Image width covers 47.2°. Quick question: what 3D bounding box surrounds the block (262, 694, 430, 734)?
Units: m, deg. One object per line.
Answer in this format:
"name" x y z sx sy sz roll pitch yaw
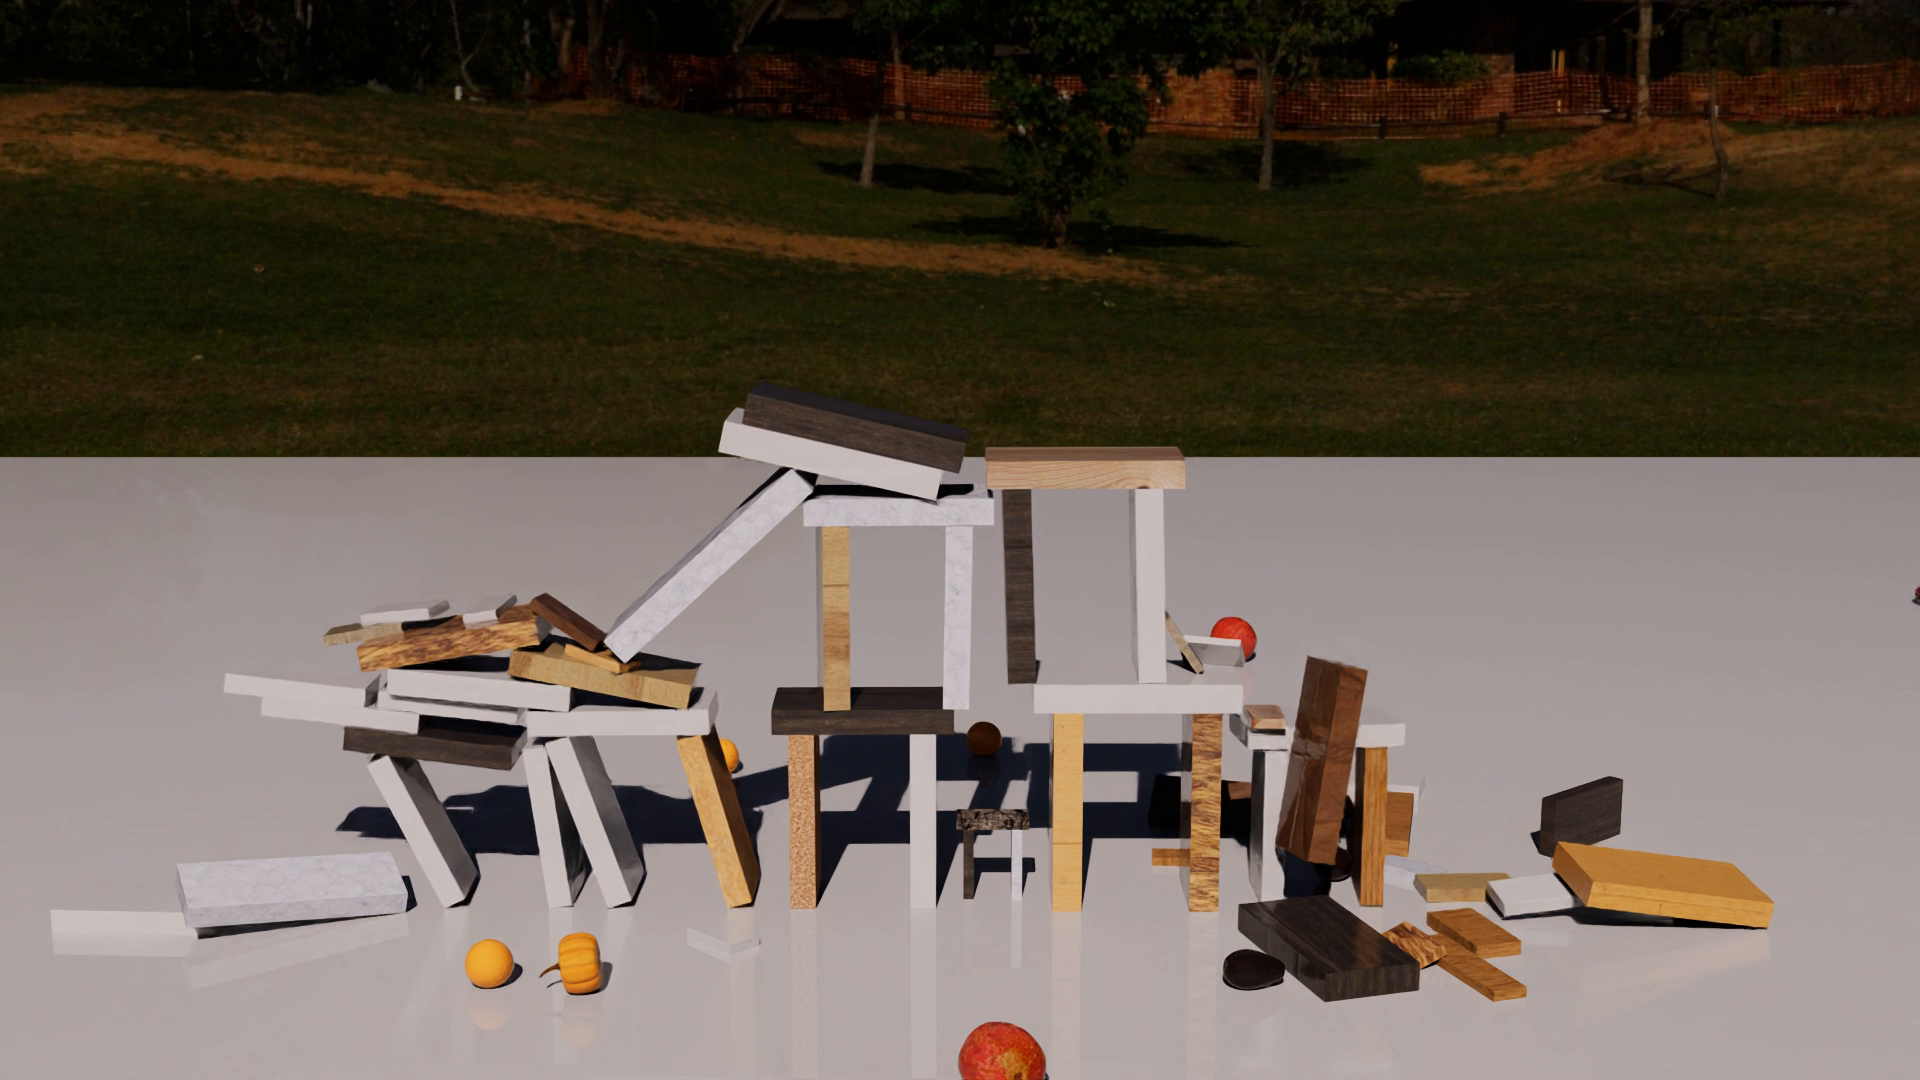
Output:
"block" -1.001 0.272 3.598 0.250 0.032 0.112 7 10 -3

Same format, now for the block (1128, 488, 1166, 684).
"block" 0.304 0.060 3.569 0.045 0.315 0.157 -2 11 1

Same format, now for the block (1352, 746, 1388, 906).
"block" 0.680 0.459 3.648 0.037 0.260 0.130 1 9 4

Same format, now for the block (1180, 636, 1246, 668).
"block" 0.416 0.183 3.633 0.103 0.051 0.015 4 47 21

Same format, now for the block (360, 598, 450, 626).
"block" -0.911 0.118 3.611 0.129 0.018 0.064 -5 11 19

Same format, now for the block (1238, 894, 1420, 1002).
"block" 0.561 0.623 3.374 0.154 0.044 0.308 -3 11 -17

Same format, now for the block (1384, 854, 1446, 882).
"block" 0.769 0.564 3.763 0.113 0.016 0.056 10 15 44

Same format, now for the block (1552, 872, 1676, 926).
"block" 1.068 0.587 3.603 0.206 0.029 0.103 5 12 25

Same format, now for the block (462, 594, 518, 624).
"block" -0.774 0.113 3.624 0.056 0.016 0.122 -8 11 6

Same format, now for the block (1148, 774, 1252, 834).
"block" 0.445 0.483 4.023 0.188 0.027 0.094 3 51 16

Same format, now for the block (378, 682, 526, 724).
"block" -0.829 0.260 3.604 0.223 0.032 0.112 6 10 -3

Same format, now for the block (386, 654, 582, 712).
"block" -0.773 0.229 3.599 0.293 0.041 0.146 6 10 -2

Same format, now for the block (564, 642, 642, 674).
"block" -0.578 0.189 3.557 0.112 0.016 0.056 17 11 27

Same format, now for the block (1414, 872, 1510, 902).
"block" 0.845 0.579 3.667 0.156 0.022 0.078 0 10 -3

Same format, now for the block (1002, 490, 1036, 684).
"block" 0.095 0.061 3.569 0.045 0.315 0.158 -2 11 0

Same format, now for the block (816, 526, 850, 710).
"block" -0.207 0.112 3.577 0.043 0.301 0.150 -1 11 -8

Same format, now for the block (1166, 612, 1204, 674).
"block" 0.363 0.168 3.598 0.015 0.103 0.051 -34 9 6

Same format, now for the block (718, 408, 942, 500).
"block" -0.202 -0.140 3.533 0.350 0.050 0.175 13 10 -2

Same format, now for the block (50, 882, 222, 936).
"block" -1.308 0.594 3.545 0.261 0.037 0.130 1 11 3

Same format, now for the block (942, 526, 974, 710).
"block" -0.004 0.111 3.584 0.043 0.301 0.150 1 11 0

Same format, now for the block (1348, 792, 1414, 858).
"block" 0.768 0.513 4.002 0.103 0.029 0.292 2 11 13

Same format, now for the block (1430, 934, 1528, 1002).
"block" 0.767 0.645 3.327 0.056 0.016 0.232 -4 11 -19

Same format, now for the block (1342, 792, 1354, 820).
"block" 0.672 0.485 4.078 0.094 0.027 0.188 -19 9 5

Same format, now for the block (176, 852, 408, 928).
"block" -1.077 0.562 3.546 0.340 0.037 0.131 0 24 -28

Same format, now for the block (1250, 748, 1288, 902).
"block" 0.511 0.461 3.647 0.037 0.260 0.130 0 10 -1

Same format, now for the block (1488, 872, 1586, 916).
"block" 0.945 0.573 3.568 0.156 0.022 0.078 -6 20 -5

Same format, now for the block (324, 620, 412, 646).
"block" -0.971 0.148 3.605 0.129 0.018 0.064 -9 10 1

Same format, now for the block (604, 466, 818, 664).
"block" -0.400 0.026 3.562 0.412 0.050 0.175 -42 9 7

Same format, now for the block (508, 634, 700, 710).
"block" -0.579 0.211 3.597 0.292 0.041 0.146 12 10 -3

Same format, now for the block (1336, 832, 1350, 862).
"block" 0.658 0.541 3.889 0.056 0.016 0.112 3 11 14

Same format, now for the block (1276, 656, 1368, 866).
"block" 0.572 0.346 3.486 0.044 0.308 0.154 9 1 -11
